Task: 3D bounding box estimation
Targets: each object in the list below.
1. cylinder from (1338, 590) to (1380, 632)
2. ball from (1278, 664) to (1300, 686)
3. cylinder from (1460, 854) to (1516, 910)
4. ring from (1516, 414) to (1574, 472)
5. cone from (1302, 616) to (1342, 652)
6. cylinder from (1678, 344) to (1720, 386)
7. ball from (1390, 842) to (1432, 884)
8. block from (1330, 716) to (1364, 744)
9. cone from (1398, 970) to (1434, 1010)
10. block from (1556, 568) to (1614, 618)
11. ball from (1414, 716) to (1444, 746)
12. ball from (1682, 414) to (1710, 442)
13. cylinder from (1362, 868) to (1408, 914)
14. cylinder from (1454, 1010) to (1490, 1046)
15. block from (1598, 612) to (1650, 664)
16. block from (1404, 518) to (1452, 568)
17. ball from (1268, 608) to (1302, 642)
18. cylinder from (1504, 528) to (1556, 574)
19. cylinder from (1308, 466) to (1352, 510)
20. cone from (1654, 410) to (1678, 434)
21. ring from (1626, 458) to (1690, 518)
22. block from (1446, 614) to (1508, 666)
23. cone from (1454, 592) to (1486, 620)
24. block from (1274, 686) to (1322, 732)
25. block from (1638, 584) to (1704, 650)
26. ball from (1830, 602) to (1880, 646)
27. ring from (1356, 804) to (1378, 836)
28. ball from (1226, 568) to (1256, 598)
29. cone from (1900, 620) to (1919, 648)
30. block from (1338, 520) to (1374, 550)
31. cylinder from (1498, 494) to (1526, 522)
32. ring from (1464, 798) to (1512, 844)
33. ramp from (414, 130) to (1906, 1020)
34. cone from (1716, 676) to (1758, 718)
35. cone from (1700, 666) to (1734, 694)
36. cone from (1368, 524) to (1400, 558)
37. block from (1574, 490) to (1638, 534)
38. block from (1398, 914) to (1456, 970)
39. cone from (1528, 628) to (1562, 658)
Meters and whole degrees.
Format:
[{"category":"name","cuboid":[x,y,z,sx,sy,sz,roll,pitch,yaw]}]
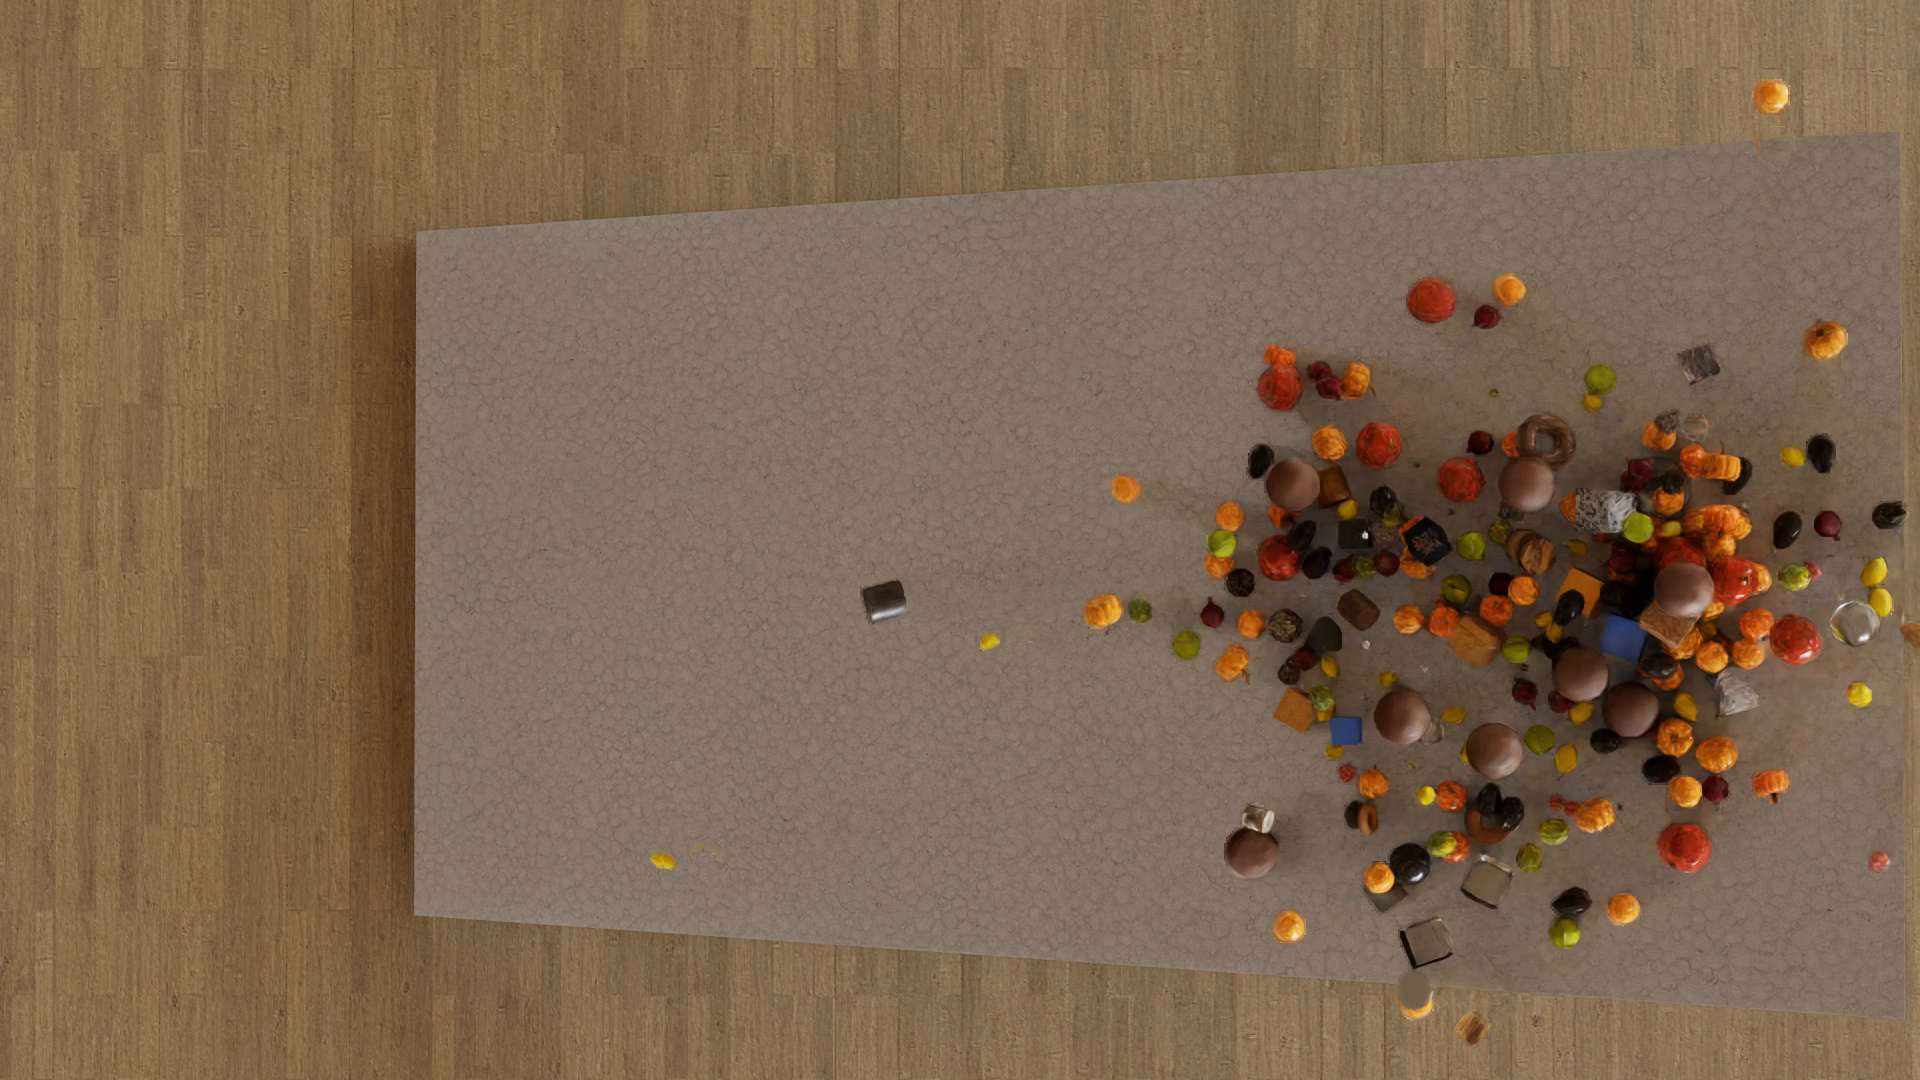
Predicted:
[{"category":"cylinder","cuboid":[0.959,0.169,5.292,0.073,0.073,0.073,-41,46,0]},{"category":"ball","cuboid":[0.815,0.332,5.437,0.054,0.054,0.054,0,89,0]},{"category":"cylinder","cuboid":[1.255,0.813,5.233,0.096,0.096,0.096,25,99,0]},{"category":"ring","cuboid":[1.376,-0.228,5.166,0.143,0.048,0.143,2,76,-7]},{"category":"cone","cuboid":[0.877,0.248,5.420,0.093,0.093,0.093,19,57,-31]},{"category":"cylinder","cuboid":[1.708,-0.405,5.079,0.073,0.073,0.073,-24,89,20]},{"category":"ball","cuboid":[1.085,0.780,5.299,0.099,0.099,0.099,0,89,0]},{"category":"block","cuboid":[0.946,0.465,5.378,0.064,0.064,0.064,-3,88,22]},{"category":"cone","cuboid":[1.111,1.082,5.260,0.092,0.092,0.092,20,89,-44]},{"category":"block","cuboid":[1.464,0.124,5.156,0.087,0.087,0.087,30,100,28]},{"category":"ball","cuboid":[1.131,0.461,5.300,0.070,0.070,0.070,0,89,0]},{"category":"ball","cuboid":[1.669,-0.253,4.982,0.060,0.060,0.060,0,89,0]},{"category":"cylinder","cuboid":[1.030,0.851,5.331,0.078,0.078,0.078,-36,76,0]},{"category":"cylinder","cuboid":[1.225,1.169,5.264,0.063,0.063,0.063,40,89,16]},{"category":"block","cuboid":[1.550,0.228,5.124,0.091,0.091,0.091,18,96,21]},{"category":"block","cuboid":[1.100,0.005,5.176,0.071,0.071,0.071,29,125,-36]},{"category":"ball","cuboid":[0.803,0.212,5.428,0.084,0.084,0.084,0,89,0]},{"category":"cylinder","cuboid":[1.345,0.027,5.185,0.088,0.088,0.088,-4,109,-12]},{"category":"cylinder","cuboid":[0.907,-0.129,5.390,0.084,0.084,0.084,-19,82,0]},{"category":"cone","cuboid":[1.630,-0.281,5.038,0.055,0.055,0.055,7,55,-10]},{"category":"ring","cuboid":[1.627,-0.122,5.123,0.143,0.048,0.143,0,90,21]},{"category":"block","cuboid":[1.230,0.238,5.234,0.087,0.087,0.087,43,116,32]},{"category":"cone","cuboid":[1.215,0.165,5.266,0.080,0.080,0.080,0,89,22]},{"category":"block","cuboid":[0.833,0.417,5.414,0.080,0.080,0.080,28,100,20]},{"category":"block","cuboid":[1.617,0.177,5.004,0.099,0.099,0.099,36,91,19]},{"category":"ball","cuboid":[1.965,0.184,4.829,0.099,0.099,0.099,0,89,0]},{"category":"ring","cuboid":[0.987,0.677,5.324,0.026,0.077,0.077,-5,89,42]},{"category":"ball","cuboid":[0.699,0.108,5.474,0.071,0.071,0.071,0,89,0]},{"category":"cone","cuboid":[2.156,0.194,4.917,0.069,0.069,0.069,-42,89,-14]},{"category":"block","cuboid":[0.967,-0.014,5.373,0.069,0.069,0.069,-3,88,22]},{"category":"cylinder","cuboid":[1.305,-0.075,5.195,0.055,0.055,0.055,12,89,16]},{"category":"ring","cuboid":[1.264,0.672,5.262,0.111,0.037,0.111,-2,84,23]},{"category":"ramp","cuboid":[0.283,0.087,5.736,4.000,0.100,2.000,0,89,22]},{"category":"cone","cuboid":[1.767,0.381,5.059,0.096,0.096,0.096,26,132,0]},{"category":"cone","cuboid":[1.737,0.310,5.081,0.072,0.072,0.072,-18,121,-32]},{"category":"cone","cuboid":[1.028,0.013,5.366,0.078,0.078,0.078,8,121,0]},{"category":"block","cuboid":[1.489,-0.066,5.067,0.096,0.096,0.096,1,93,-33]},{"category":"block","cuboid":[1.123,0.966,5.285,0.092,0.092,0.092,-23,81,20]},{"category":"cone","cuboid":[1.376,0.245,5.220,0.072,0.072,0.072,1,88,-38]}]
